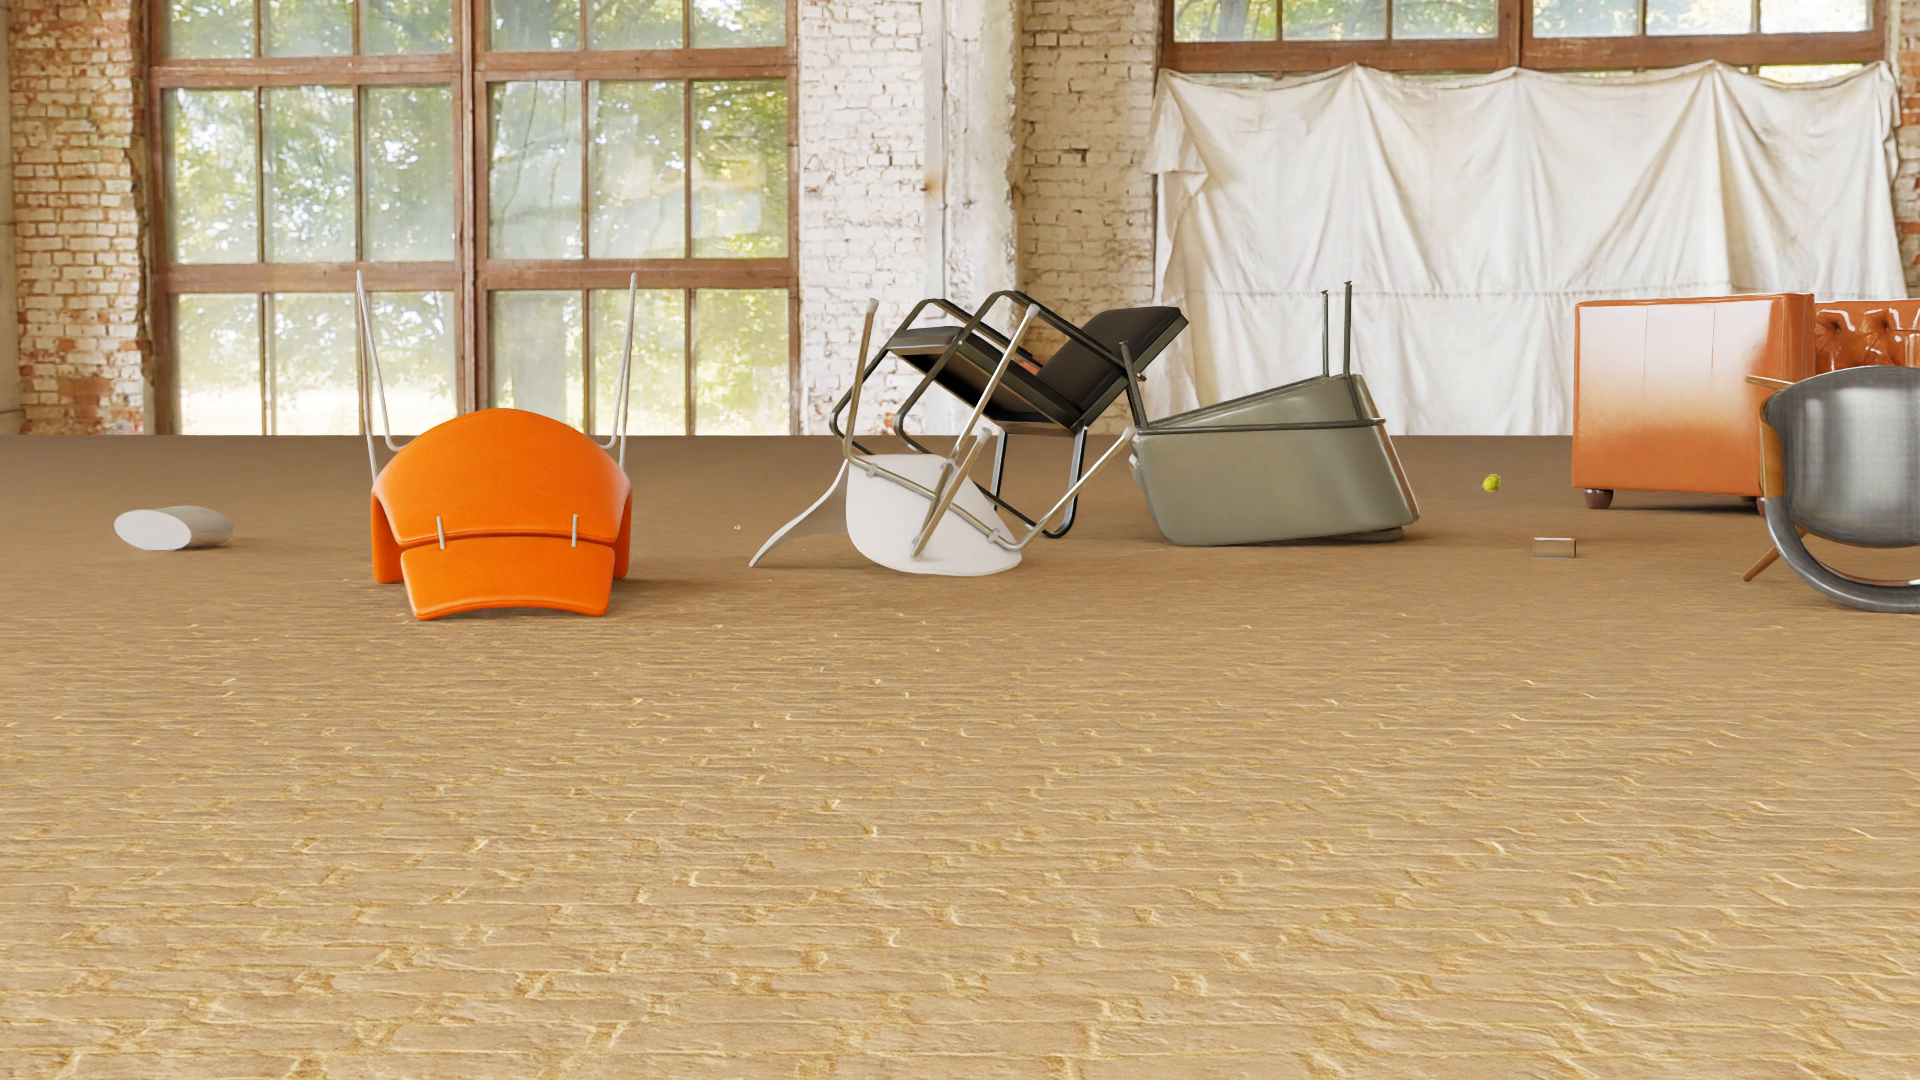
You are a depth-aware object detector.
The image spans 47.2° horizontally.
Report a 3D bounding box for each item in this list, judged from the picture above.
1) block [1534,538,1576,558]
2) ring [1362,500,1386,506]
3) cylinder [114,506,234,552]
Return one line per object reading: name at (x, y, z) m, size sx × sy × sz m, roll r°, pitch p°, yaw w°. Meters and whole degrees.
block at (1.589, 0.022, 5.876) m, size 0.104 × 0.049 × 0.086 m, roll 1°, pitch 4°, yaw 12°
ring at (1.592, -0.143, 8.453) m, size 0.091 × 0.025 × 0.102 m, roll 0°, pitch 3°, yaw -10°
cylinder at (-2.214, -0.034, 6.201) m, size 0.239 × 0.112 × 0.220 m, roll 8°, pitch 6°, yaw 12°
